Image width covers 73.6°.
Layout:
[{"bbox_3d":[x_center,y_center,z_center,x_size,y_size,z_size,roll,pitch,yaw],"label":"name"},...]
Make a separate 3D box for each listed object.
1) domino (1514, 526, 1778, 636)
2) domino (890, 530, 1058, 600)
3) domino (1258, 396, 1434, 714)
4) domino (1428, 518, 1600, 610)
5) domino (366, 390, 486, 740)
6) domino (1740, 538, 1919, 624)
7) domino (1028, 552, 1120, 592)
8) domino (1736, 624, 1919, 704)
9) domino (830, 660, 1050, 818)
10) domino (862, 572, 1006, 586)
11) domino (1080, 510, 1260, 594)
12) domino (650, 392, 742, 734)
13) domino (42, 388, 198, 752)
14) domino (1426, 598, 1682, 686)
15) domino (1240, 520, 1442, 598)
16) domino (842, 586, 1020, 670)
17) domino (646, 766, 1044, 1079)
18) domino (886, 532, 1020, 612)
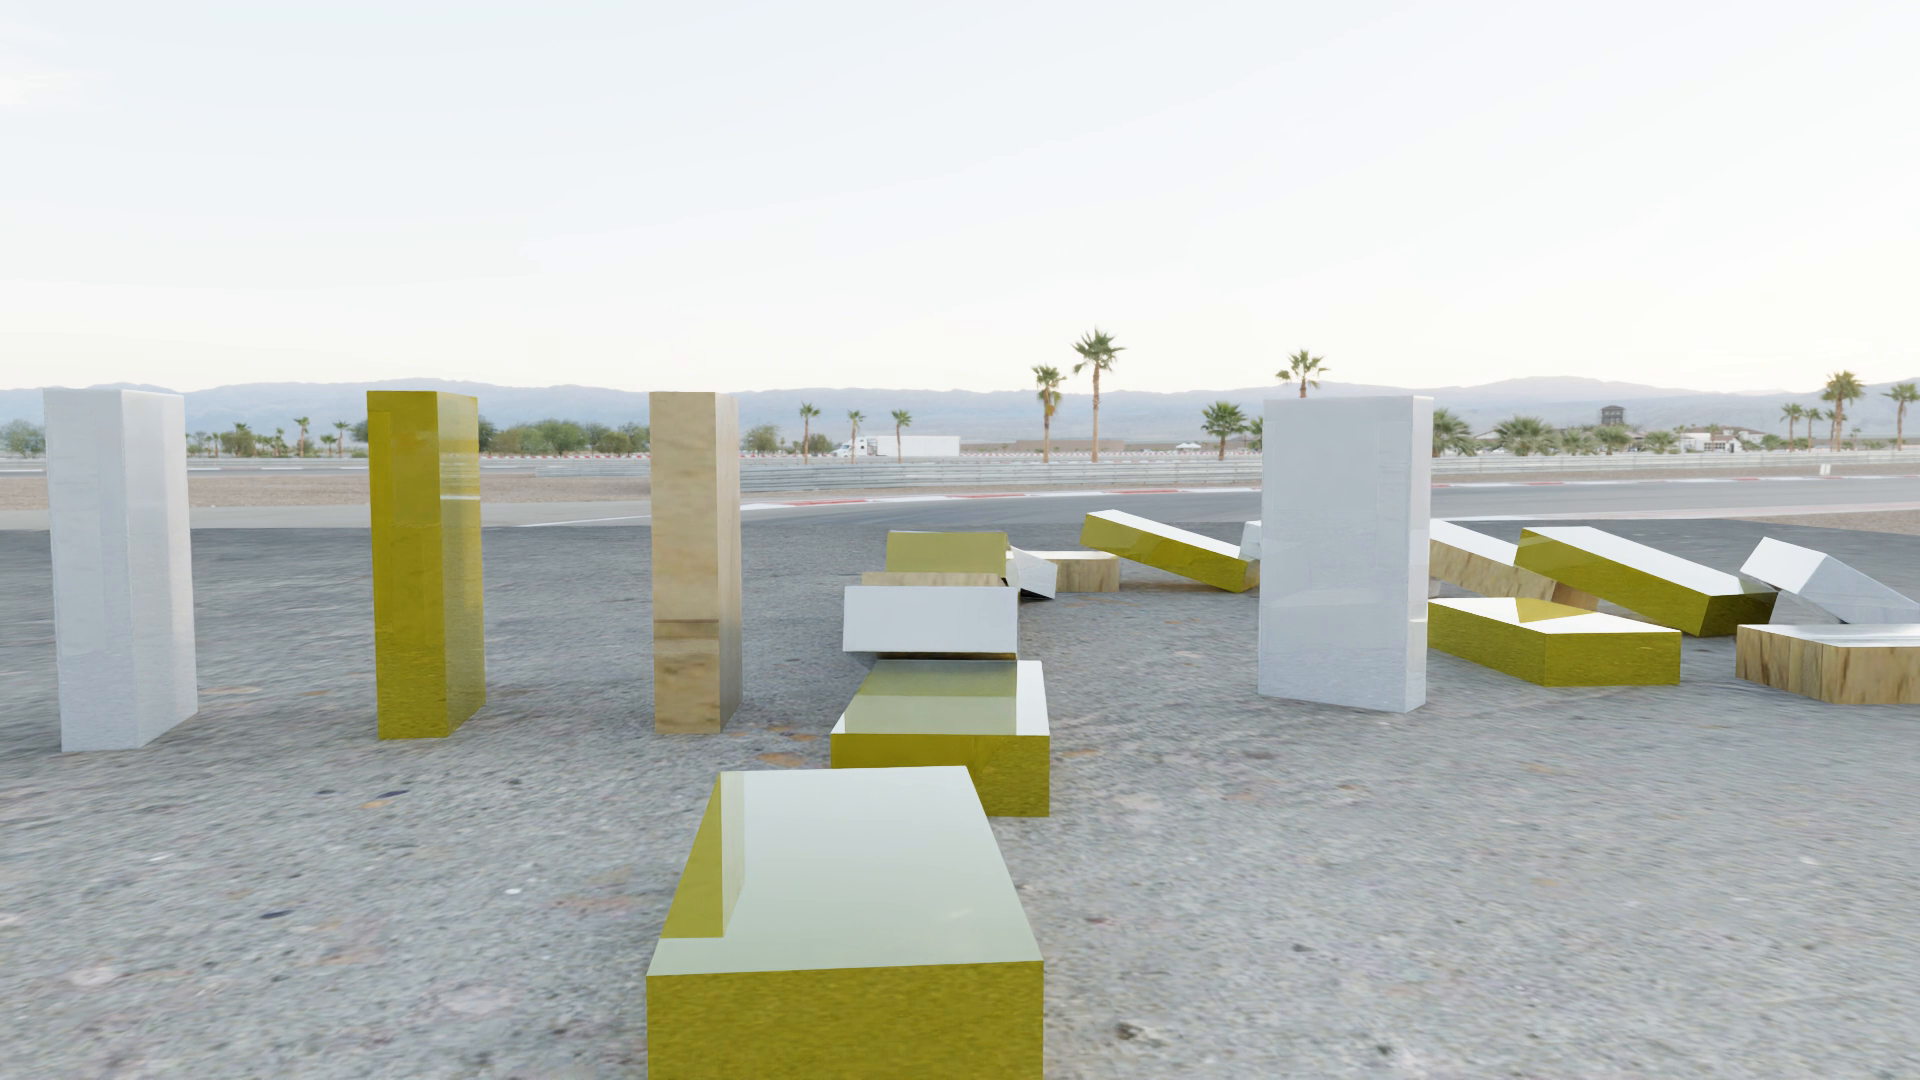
[{"bbox_3d":[0.162,0.009,0.306,0.025,0.009,0.050,-1,18,-28],"label":"domino"},{"bbox_3d":[0.004,0.007,0.336,0.025,0.009,0.050,2,-9,27],"label":"domino"},{"bbox_3d":[0.063,0.002,0.212,0.025,0.050,0.009,3,5,38],"label":"domino"},{"bbox_3d":[0.139,0.007,0.338,0.025,0.009,0.050,-3,19,-37],"label":"domino"},{"bbox_3d":[-0.081,0.003,0.196,0.009,0.050,0.025,-1,4,-8],"label":"domino"},{"bbox_3d":[0.187,0.012,0.273,0.025,0.009,0.050,33,14,15],"label":"domino"},{"bbox_3d":[0.022,0.009,0.383,0.050,0.009,0.025,0,4,4],"label":"domino"},{"bbox_3d":[0.168,0.021,0.223,0.050,0.009,0.025,0,4,-3],"label":"domino"},{"bbox_3d":[-0.001,0.025,0.171,0.025,0.009,0.050,0,4,2],"label":"domino"},{"bbox_3d":[-0.003,0.014,0.259,0.025,0.009,0.050,0,-7,5],"label":"domino"},{"bbox_3d":[0.064,0.003,0.385,0.050,0.009,0.025,18,11,23],"label":"domino"},{"bbox_3d":[-0.041,0.003,0.199,0.010,0.050,0.025,0,4,-2],"label":"domino"},{"bbox_3d":[-0.122,0.003,0.188,0.009,0.050,0.025,-1,4,-14],"label":"domino"},{"bbox_3d":[0.113,0.019,0.250,0.025,0.010,0.050,0,4,-5],"label":"domino"},{"bbox_3d":[0.108,0.005,0.366,0.050,0.009,0.025,21,17,42],"label":"domino"},{"bbox_3d":[-0.003,0.016,0.209,0.025,0.010,0.050,0,-10,3],"label":"domino"},{"bbox_3d":[-0.009,0.030,0.106,0.025,0.009,0.050,0,4,-5],"label":"domino"},{"bbox_3d":[0.000,0.009,0.291,0.025,0.010,0.050,0,-13,6],"label":"domino"}]
